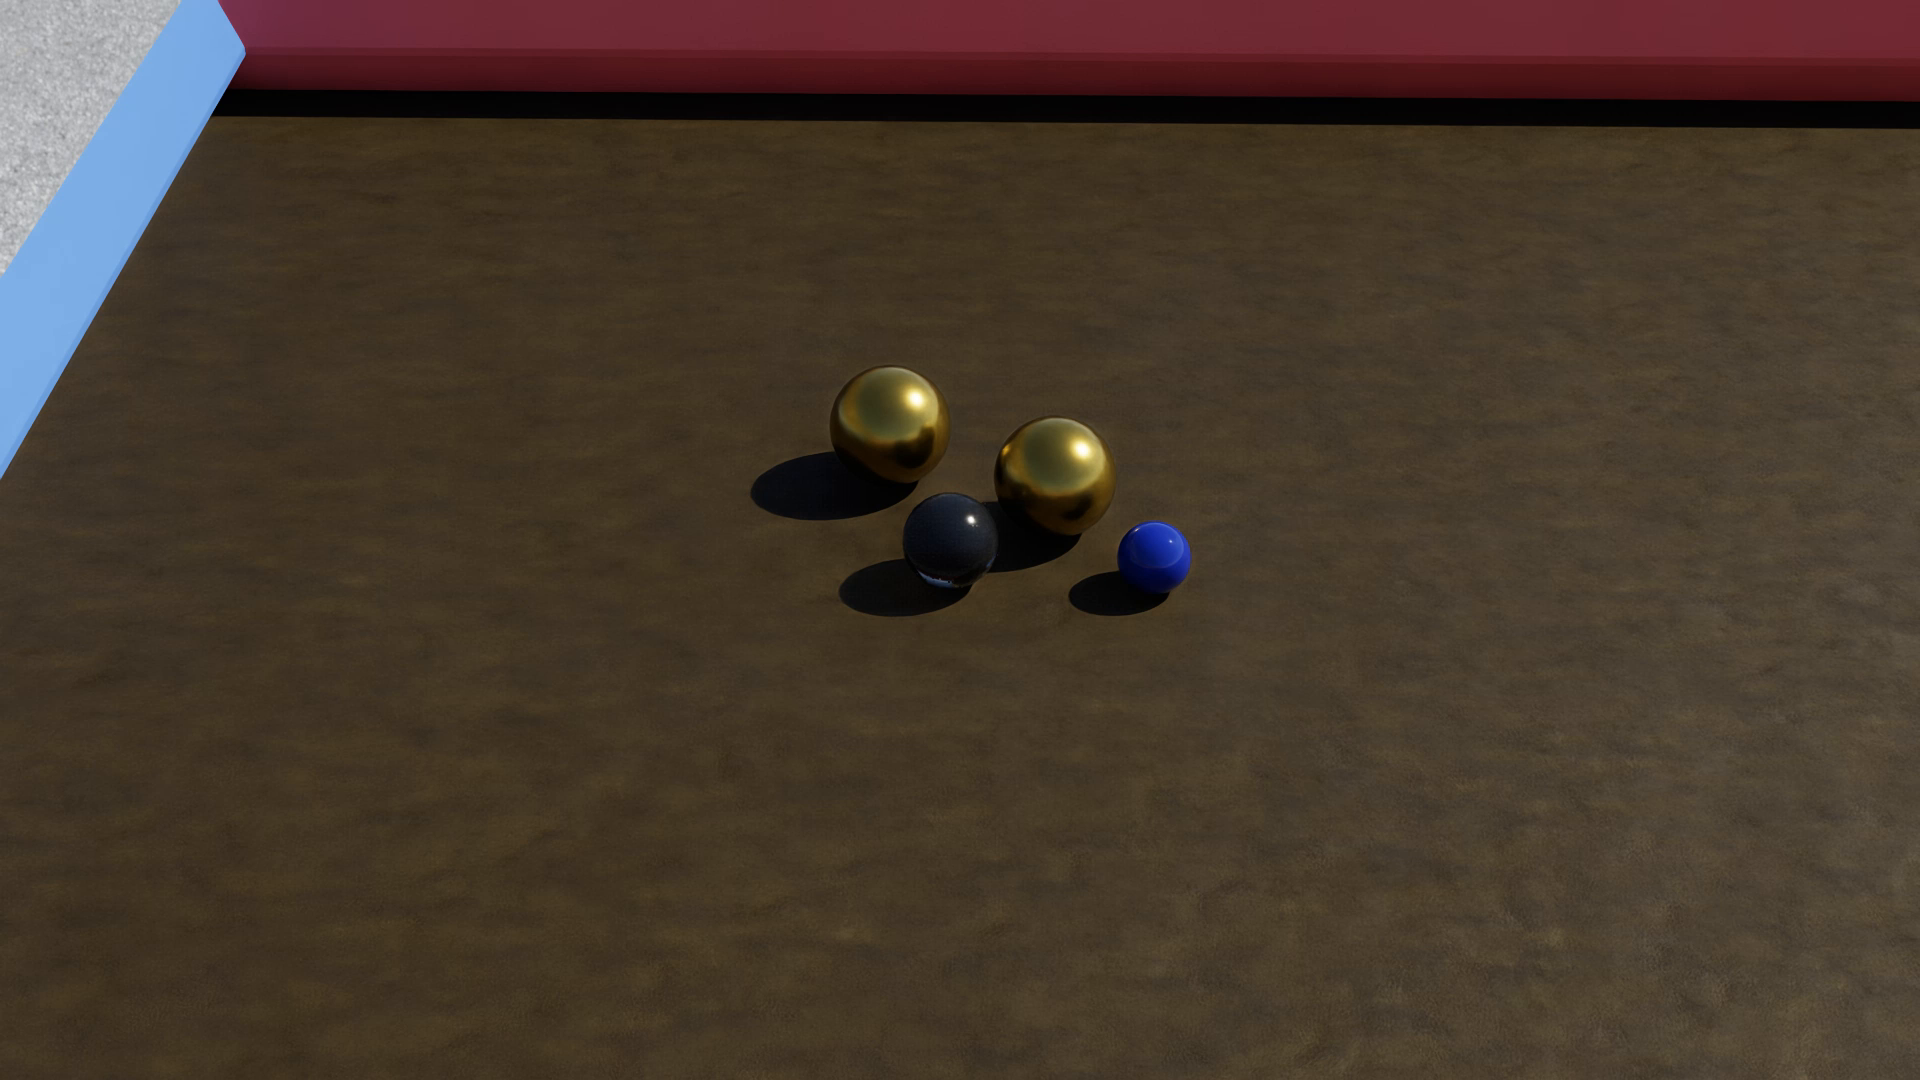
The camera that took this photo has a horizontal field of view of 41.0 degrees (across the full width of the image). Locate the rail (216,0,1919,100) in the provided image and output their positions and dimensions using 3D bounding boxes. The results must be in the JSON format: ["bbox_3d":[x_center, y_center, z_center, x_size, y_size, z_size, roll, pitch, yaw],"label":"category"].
[{"bbox_3d":[0.746,-0.461,2.419,2.932,0.118,0.045,1,35,1],"label":"rail"}]

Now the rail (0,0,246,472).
[{"bbox_3d":[-0.709,-0.025,1.802,0.045,0.118,1.606,1,35,1],"label":"rail"}]

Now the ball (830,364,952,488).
[{"bbox_3d":[-0.052,-0.085,1.912,0.091,0.091,0.091,0,35,0],"label":"ball"}]

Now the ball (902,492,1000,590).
[{"bbox_3d":[-0.007,0.001,1.811,0.069,0.069,0.069,0,35,0],"label":"ball"}]

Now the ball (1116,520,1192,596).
[{"bbox_3d":[0.137,0.013,1.808,0.053,0.053,0.053,0,35,0],"label":"ball"}]

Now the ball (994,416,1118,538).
[{"bbox_3d":[0.069,-0.046,1.858,0.089,0.089,0.089,0,35,0],"label":"ball"}]
